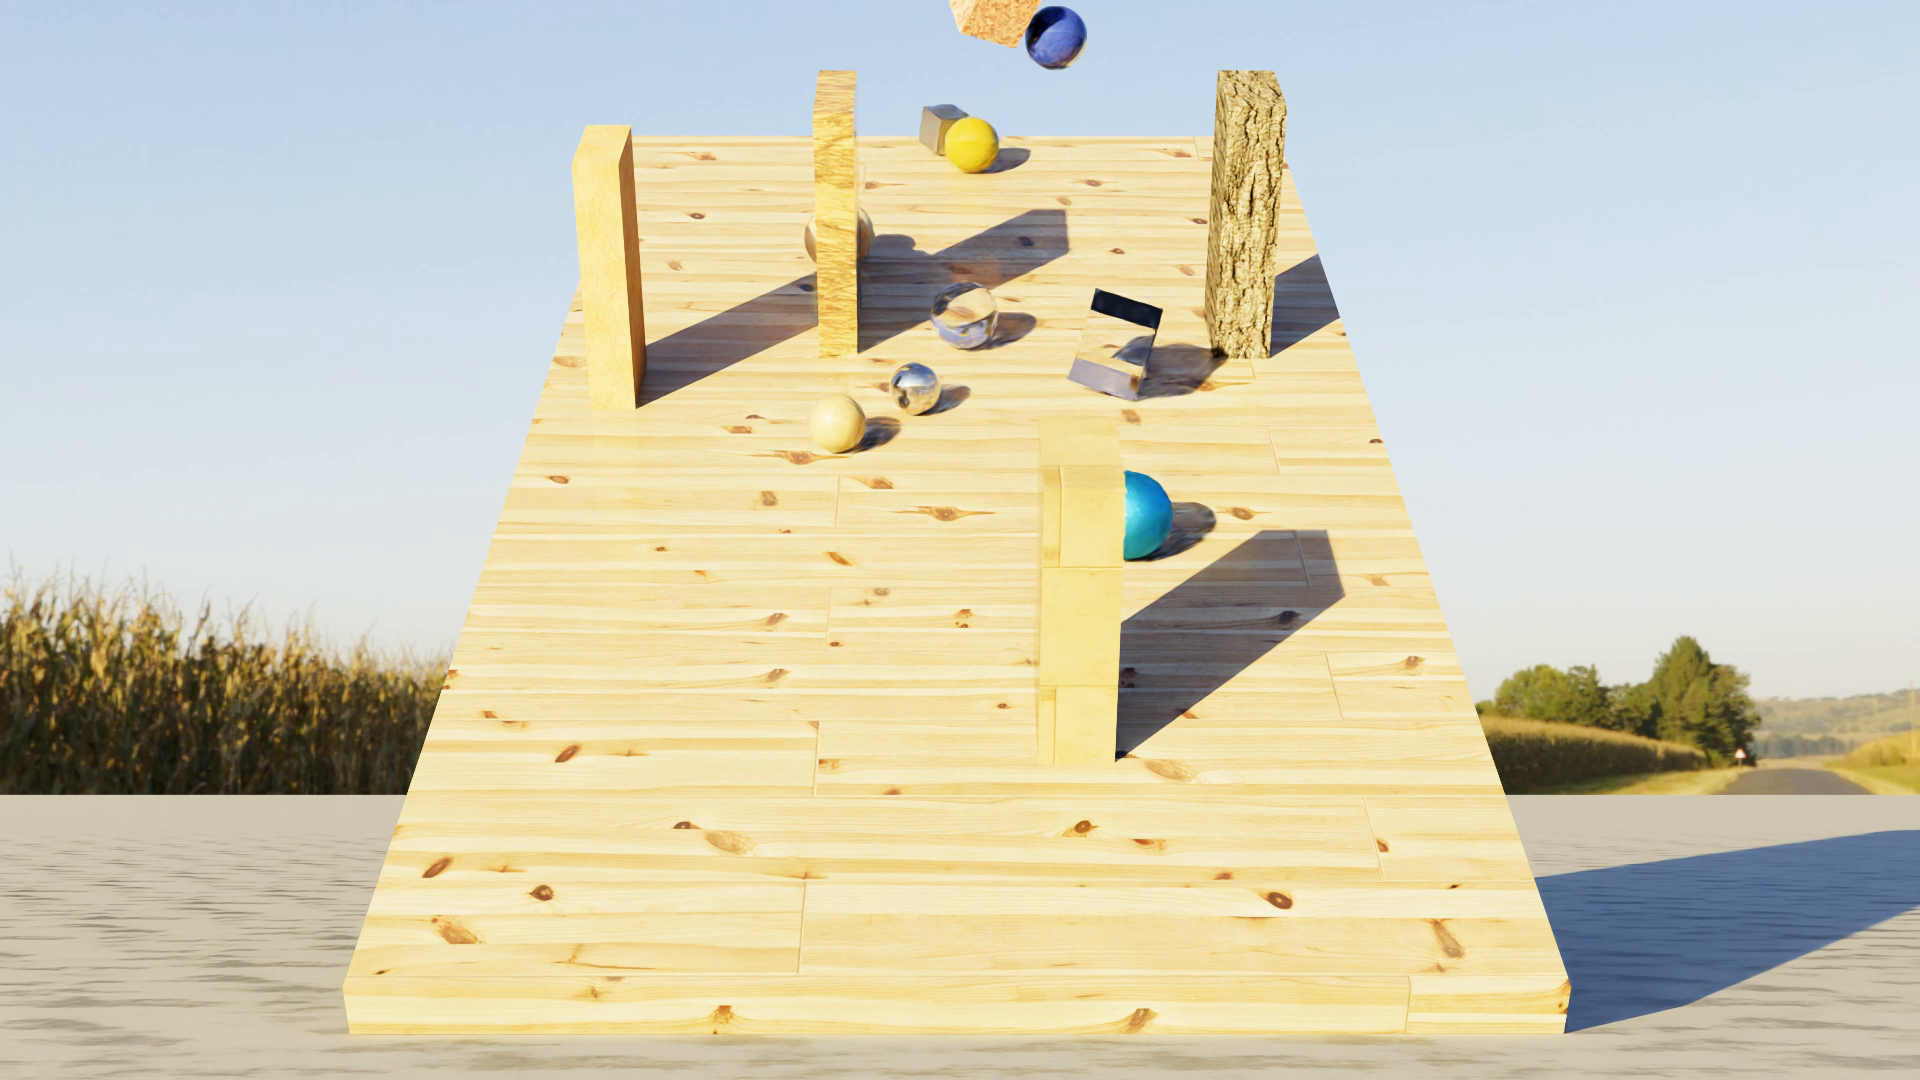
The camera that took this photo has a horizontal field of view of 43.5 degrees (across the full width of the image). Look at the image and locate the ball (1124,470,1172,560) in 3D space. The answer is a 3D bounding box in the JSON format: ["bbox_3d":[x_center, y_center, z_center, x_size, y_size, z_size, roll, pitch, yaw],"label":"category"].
[{"bbox_3d":[0.357,-0.053,5.111,0.188,0.188,0.188,0,-6,0],"label":"ball"}]

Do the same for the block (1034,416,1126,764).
[{"bbox_3d":[0.216,0.093,4.456,0.142,0.579,0.283,0,29,0],"label":"block"}]

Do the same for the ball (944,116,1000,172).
[{"bbox_3d":[0.036,-1.165,7.101,0.164,0.164,0.164,0,-6,0],"label":"ball"}]

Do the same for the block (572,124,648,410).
[{"bbox_3d":[-0.828,-0.644,5.712,0.105,0.619,0.258,0,29,0],"label":"block"}]

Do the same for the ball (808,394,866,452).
[{"bbox_3d":[-0.283,-0.270,5.546,0.134,0.134,0.134,0,-6,0],"label":"ball"}]

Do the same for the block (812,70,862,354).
[{"bbox_3d":[-0.304,-0.817,6.010,0.095,0.629,0.319,0,29,0],"label":"block"}]

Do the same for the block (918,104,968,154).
[{"bbox_3d":[-0.046,-1.238,7.250,0.109,0.109,0.109,-9,35,-30],"label":"block"}]

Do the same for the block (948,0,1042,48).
[{"bbox_3d":[0.102,-1.602,7.115,0.186,0.186,0.186,10,-49,-26],"label":"block"}]

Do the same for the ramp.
[{"bbox_3d":[-0.013,-0.214,5.686,2.000,0.100,4.000,0,29,0],"label":"ramp"}]

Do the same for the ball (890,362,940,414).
[{"bbox_3d":[-0.107,-0.360,5.719,0.122,0.122,0.122,0,-6,0],"label":"ball"}]

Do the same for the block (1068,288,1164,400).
[{"bbox_3d":[0.370,-0.466,5.750,0.168,0.168,0.168,17,-25,0],"label":"block"}]

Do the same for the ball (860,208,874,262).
[{"bbox_3d":[-0.319,-0.823,6.479,0.179,0.179,0.179,0,-6,0],"label":"ball"}]

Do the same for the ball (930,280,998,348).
[{"bbox_3d":[0.011,-0.564,6.032,0.170,0.170,0.170,0,-6,0],"label":"ball"}]

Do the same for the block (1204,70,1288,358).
[{"bbox_3d":[0.702,-0.803,5.966,0.138,0.656,0.269,0,29,0],"label":"block"}]

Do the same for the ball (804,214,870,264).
[{"bbox_3d":[-0.323,-0.790,6.307,0.172,0.172,0.172,0,-6,0],"label":"ball"}]

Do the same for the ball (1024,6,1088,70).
[{"bbox_3d":[0.289,-1.510,7.247,0.193,0.193,0.193,0,-6,0],"label":"ball"}]
